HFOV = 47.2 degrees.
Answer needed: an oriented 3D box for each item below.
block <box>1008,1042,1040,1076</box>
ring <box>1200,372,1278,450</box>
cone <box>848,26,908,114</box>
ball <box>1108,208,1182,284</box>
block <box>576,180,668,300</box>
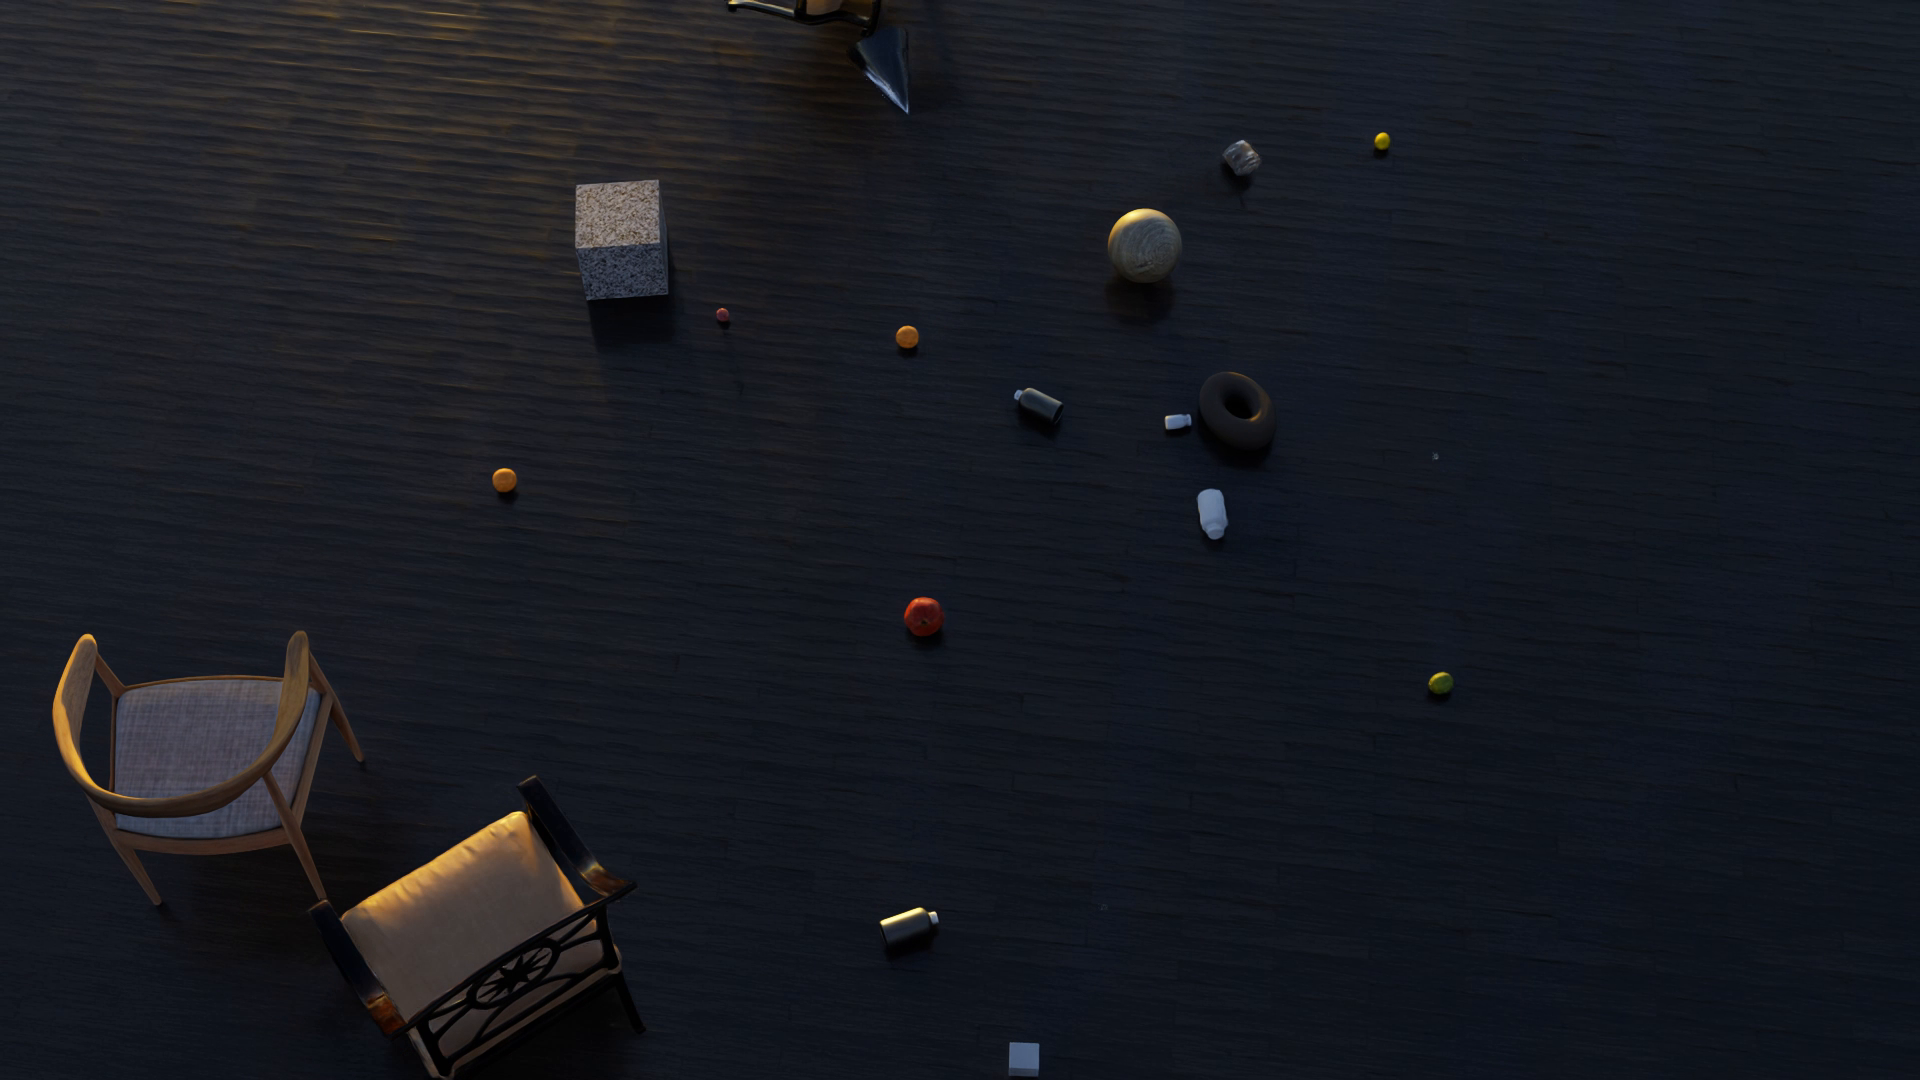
[{"bbox_3d":[0.164,1.334,5.645,0.075,0.056,0.068,2,56,1],"label":"block"},{"bbox_3d":[0.857,-0.398,6.780,0.217,0.103,0.296,-22,58,-16],"label":"ring"},{"bbox_3d":[-0.229,-1.585,7.579,0.225,0.203,0.286,-24,79,5],"label":"cone"},{"bbox_3d":[0.594,-0.944,7.063,0.239,0.239,0.239,0,56,0],"label":"ball"},{"bbox_3d":[-1.085,-0.964,7.071,0.263,0.250,0.269,-4,56,-3],"label":"block"}]
